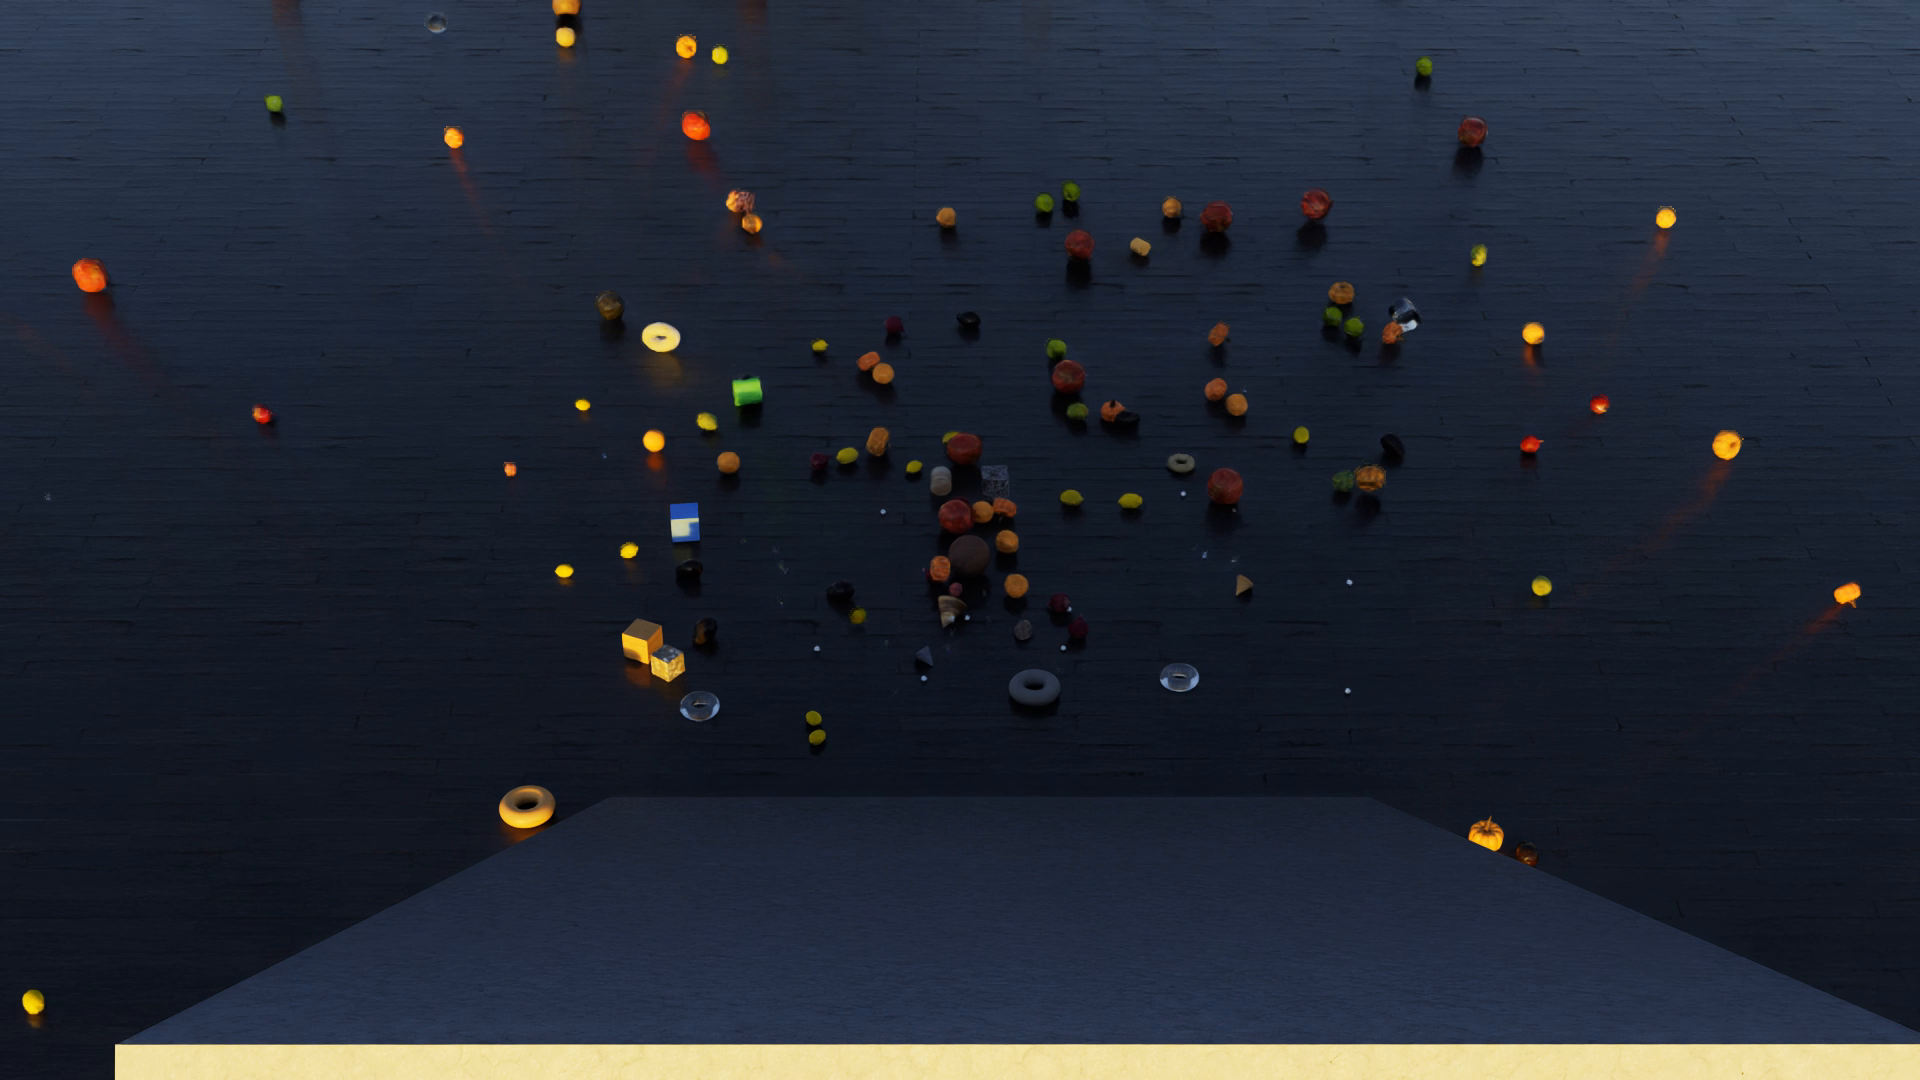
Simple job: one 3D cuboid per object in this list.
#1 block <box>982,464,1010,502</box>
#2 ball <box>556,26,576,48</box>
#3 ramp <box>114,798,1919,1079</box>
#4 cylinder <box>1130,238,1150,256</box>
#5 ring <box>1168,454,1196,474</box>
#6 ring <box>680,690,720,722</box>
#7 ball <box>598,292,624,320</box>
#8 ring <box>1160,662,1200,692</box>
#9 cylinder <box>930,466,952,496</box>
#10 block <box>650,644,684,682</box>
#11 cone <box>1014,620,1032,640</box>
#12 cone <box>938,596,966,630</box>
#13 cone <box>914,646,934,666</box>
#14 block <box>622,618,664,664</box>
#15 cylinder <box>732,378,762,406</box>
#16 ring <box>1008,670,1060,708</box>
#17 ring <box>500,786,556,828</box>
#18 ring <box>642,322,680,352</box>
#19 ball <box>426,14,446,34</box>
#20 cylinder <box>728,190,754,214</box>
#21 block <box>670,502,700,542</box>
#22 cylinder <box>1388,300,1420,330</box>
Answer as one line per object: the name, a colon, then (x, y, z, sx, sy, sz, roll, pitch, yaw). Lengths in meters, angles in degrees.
block: (0.110, -0.176, 8.121, 0.082, 0.082, 0.082, -2, 35, -3)
ball: (-1.651, -2.106, 10.877, 0.084, 0.084, 0.084, 0, 35, 0)
ramp: (0.077, 0.664, 4.834, 2.000, 0.100, 4.000, 0, -2, 0)
cylinder: (0.652, -1.063, 9.413, 0.052, 0.052, 0.052, -26, 41, -32)
ring: (0.705, -0.244, 8.263, 0.090, 0.030, 0.090, -1, 36, 1)
ring: (-0.726, 0.463, 7.248, 0.111, 0.037, 0.111, 0, 36, 0)
ball: (-1.211, -0.811, 9.016, 0.096, 0.096, 0.096, 0, 35, 0)
ring: (0.621, 0.388, 7.354, 0.112, 0.037, 0.112, -1, 34, 1)
cylinder: (-0.060, -0.185, 8.147, 0.068, 0.068, 0.068, -1, 35, -1)
block: (-0.831, 0.349, 7.385, 0.066, 0.066, 0.066, 24, 41, 30)
cone: (0.169, 0.259, 7.548, 0.058, 0.058, 0.058, -21, 14, -27)
cone: (-0.036, 0.222, 7.588, 0.090, 0.090, 0.090, 12, 63, 16)
cone: (-0.092, 0.341, 7.432, 0.055, 0.055, 0.055, -28, 70, -33)
block: (-0.910, 0.290, 7.455, 0.082, 0.082, 0.082, 15, 38, 21)
cylinder: (-0.702, -0.488, 8.563, 0.086, 0.086, 0.086, -7, 36, -10)
ring: (0.210, 0.416, 7.305, 0.146, 0.049, 0.146, -1, 34, 1)
ring: (-1.147, 0.707, 6.888, 0.150, 0.050, 0.150, -1, 35, 1)
ring: (-1.014, -0.689, 8.816, 0.131, 0.131, 0.044, 1, 55, 1)
ball: (-2.213, -2.185, 10.990, 0.083, 0.083, 0.083, 0, 35, 0)
cylinder: (-0.815, -1.259, 9.672, 0.077, 0.077, 0.077, 12, 37, 17)
block: (-0.841, -0.054, 7.945, 0.084, 0.084, 0.084, -4, 35, -5)
cylinder: (1.536, -0.779, 8.980, 0.085, 0.085, 0.085, -10, 23, -15)
